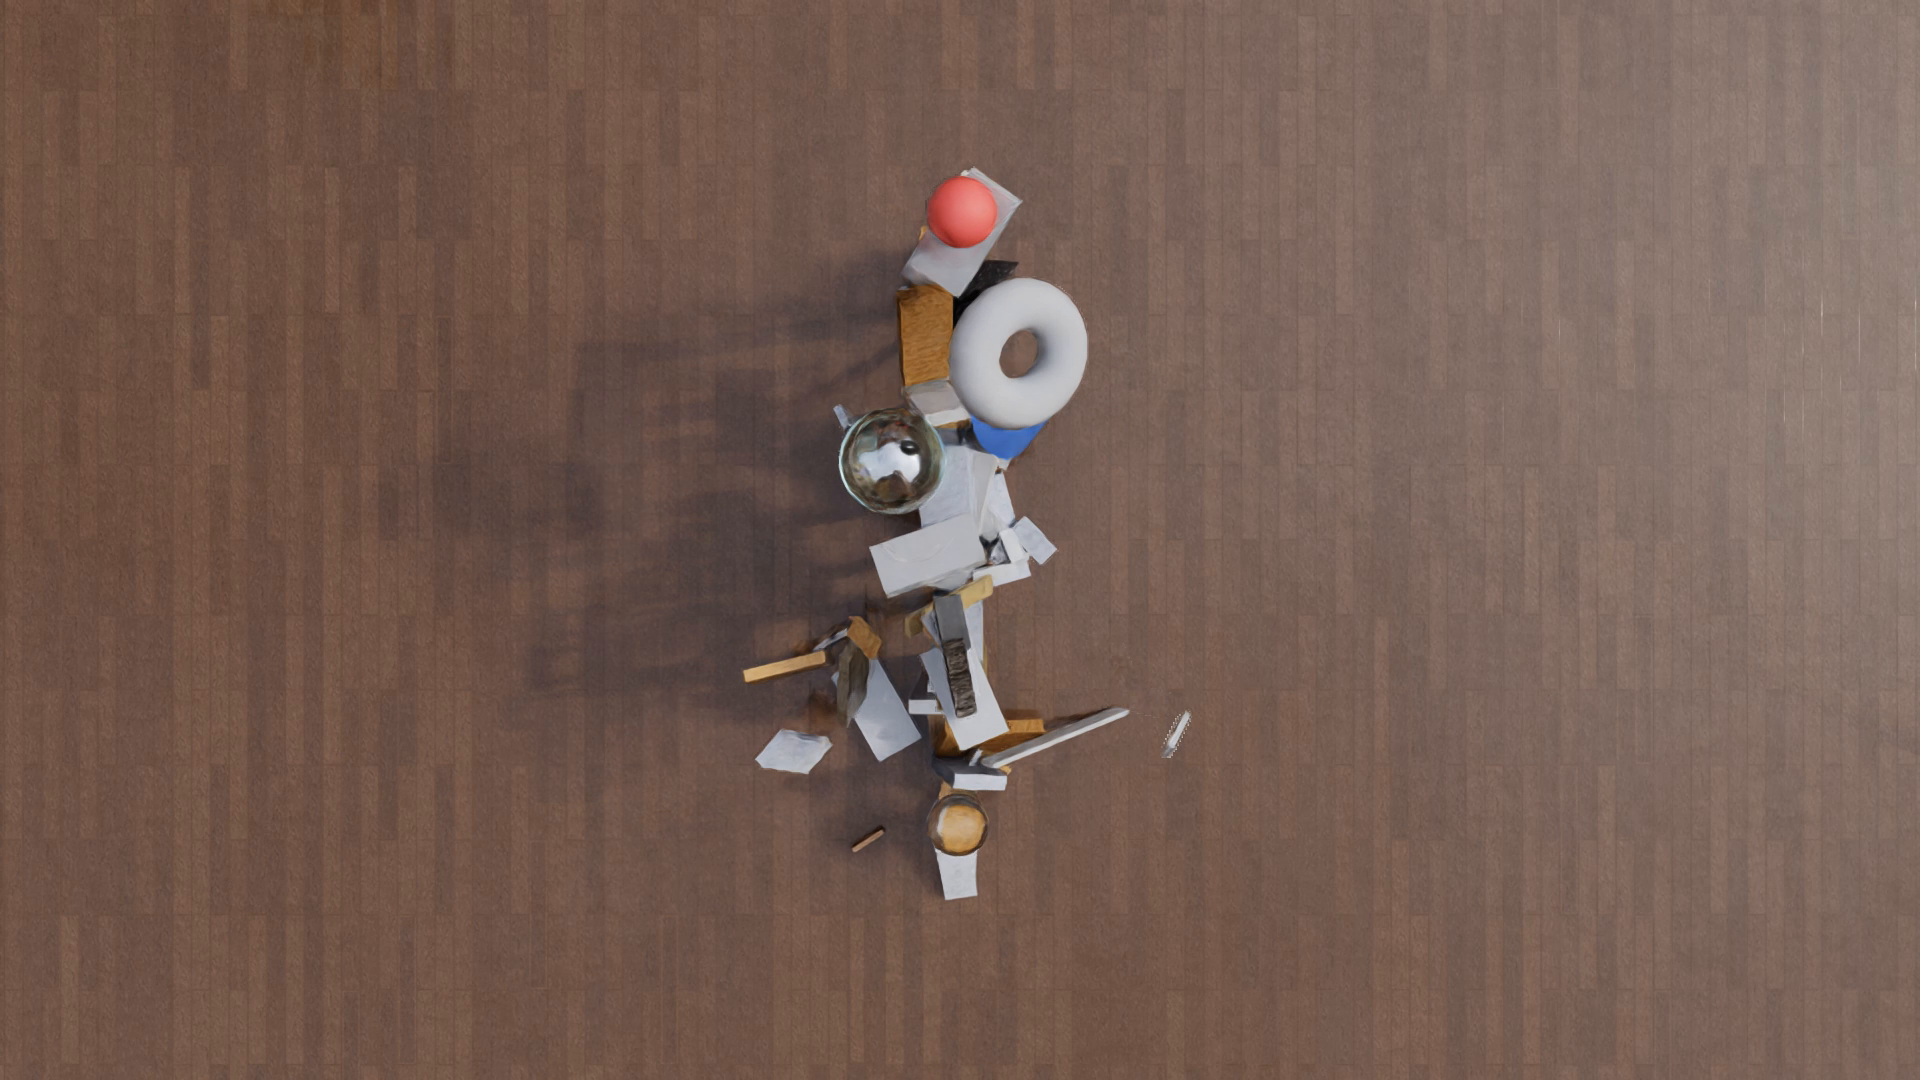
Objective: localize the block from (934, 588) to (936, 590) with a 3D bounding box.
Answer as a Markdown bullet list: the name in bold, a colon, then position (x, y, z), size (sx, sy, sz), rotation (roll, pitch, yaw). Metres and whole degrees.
- **block**: position (-0.005, 0.283, 5.173), size (0.152, 0.043, 0.304), rotation (0, 90, 0)

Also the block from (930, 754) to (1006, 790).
- **block**: position (0.023, 0.740, 5.263), size (0.162, 0.453, 0.046), rotation (4, 90, -10)

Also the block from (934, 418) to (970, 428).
- **block**: position (-0.050, -0.364, 5.051), size (0.137, 0.274, 0.039), rotation (-1, 95, 6)

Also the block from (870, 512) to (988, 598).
- **block**: position (-0.090, 0.043, 4.704), size (0.302, 0.043, 0.151), rotation (-19, 68, -1)

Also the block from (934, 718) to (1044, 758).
- **block**: position (0.095, 0.646, 5.380), size (0.327, 0.163, 0.046), rotation (-1, 58, -14)

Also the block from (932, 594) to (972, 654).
- **block**: position (-0.022, 0.227, 4.462), size (0.076, 0.022, 0.152), rotation (-13, 94, -13)

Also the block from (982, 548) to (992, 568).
- **block**: position (0.075, 0.059, 4.874), size (0.014, 0.048, 0.095), rotation (-21, 53, -10)

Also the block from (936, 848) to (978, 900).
- **block**: position (-0.013, 1.080, 5.438), size (0.107, 0.030, 0.213), rotation (-9, 109, 3)

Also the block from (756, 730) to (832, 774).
- **block**: position (-0.497, 0.638, 4.965), size (0.123, 0.247, 0.035), rotation (-50, 61, 10)

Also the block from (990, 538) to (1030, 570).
- **block**: position (0.148, 0.042, 4.811), size (0.106, 0.015, 0.053), rotation (25, 98, -17)

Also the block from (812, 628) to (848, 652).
- **block**: position (-0.383, 0.301, 4.894), size (0.062, 0.124, 0.018), rotation (-37, 85, 31)

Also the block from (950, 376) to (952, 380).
- **block**: position (-0.004, -0.538, 5.437), size (0.062, 0.124, 0.018), rotation (-1, 93, 0)

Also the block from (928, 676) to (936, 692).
- **block**: position (-0.012, 0.421, 4.988), size (0.162, 0.323, 0.046), rotation (4, 92, 0)

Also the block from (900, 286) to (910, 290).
- **block**: position (-0.133, -0.769, 5.369), size (0.129, 0.258, 0.037), rotation (9, 86, -1)

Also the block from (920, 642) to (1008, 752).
- **block**: position (0.012, 0.423, 4.560), size (0.144, 0.041, 0.288), rotation (-23, 83, -3)

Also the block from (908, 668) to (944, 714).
- **block**: position (-0.057, 0.470, 5.153), size (0.162, 0.323, 0.046), rotation (0, 103, 7)

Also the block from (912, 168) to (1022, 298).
- **block**: position (0.017, -0.853, 4.596), size (0.162, 0.046, 0.324), rotation (35, 118, -1)

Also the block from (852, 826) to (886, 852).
- **block**: position (-0.303, 0.993, 5.470), size (0.118, 0.059, 0.017), rotation (-33, 91, 0)

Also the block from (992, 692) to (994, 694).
- **block**: position (0.033, 0.551, 5.408), size (0.095, 0.191, 0.027), rotation (13, 50, -15)

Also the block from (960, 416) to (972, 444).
- **block**: position (-0.029, -0.312, 5.207), size (0.134, 0.038, 0.267), rotation (-3, 89, 6)

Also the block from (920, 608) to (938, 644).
- **block**: position (-0.055, 0.244, 4.509), size (0.058, 0.016, 0.115), rotation (-36, 109, -6)

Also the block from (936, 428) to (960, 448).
- **block**: position (-0.040, -0.265, 5.168), size (0.086, 0.024, 0.173), rotation (-4, 89, 16)

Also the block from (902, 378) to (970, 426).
- **block**: position (-0.075, -0.415, 4.958), size (0.137, 0.274, 0.039), rotation (-13, 117, -12)

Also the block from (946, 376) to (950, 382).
- **block**: position (-0.106, -0.584, 5.286), size (0.137, 0.437, 0.039), rotation (-26, 116, 12)

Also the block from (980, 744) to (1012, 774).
- **block**: position (0.115, 0.704, 5.311), size (0.017, 0.117, 0.058), rotation (-49, 130, 0)

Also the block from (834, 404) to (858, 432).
- **block**: position (-0.342, -0.368, 5.317), size (0.024, 0.173, 0.086), rotation (-33, 64, 11)

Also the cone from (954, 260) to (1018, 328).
- **cone**: position (0.093, -0.859, 5.438), size (0.278, 0.278, 0.278), rotation (-33, 90, -27)

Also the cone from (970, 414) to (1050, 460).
- **cone**: position (0.212, -0.384, 4.960), size (0.254, 0.254, 0.254), rotation (5, 82, -40)

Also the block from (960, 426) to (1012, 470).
- **block**: position (0.089, -0.287, 5.146), size (0.173, 0.024, 0.086), rotation (19, 110, -30)

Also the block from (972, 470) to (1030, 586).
- **block**: position (0.090, -0.027, 4.937), size (0.162, 0.046, 0.325), rotation (-16, 101, -2)

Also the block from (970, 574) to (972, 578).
- **block**: position (-0.005, 0.053, 5.451), size (0.084, 0.024, 0.167), rotation (-18, 118, 0)

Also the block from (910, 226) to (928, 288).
- **block**: position (-0.083, -0.852, 5.214), size (0.129, 0.037, 0.258), rotation (11, 89, -7)
